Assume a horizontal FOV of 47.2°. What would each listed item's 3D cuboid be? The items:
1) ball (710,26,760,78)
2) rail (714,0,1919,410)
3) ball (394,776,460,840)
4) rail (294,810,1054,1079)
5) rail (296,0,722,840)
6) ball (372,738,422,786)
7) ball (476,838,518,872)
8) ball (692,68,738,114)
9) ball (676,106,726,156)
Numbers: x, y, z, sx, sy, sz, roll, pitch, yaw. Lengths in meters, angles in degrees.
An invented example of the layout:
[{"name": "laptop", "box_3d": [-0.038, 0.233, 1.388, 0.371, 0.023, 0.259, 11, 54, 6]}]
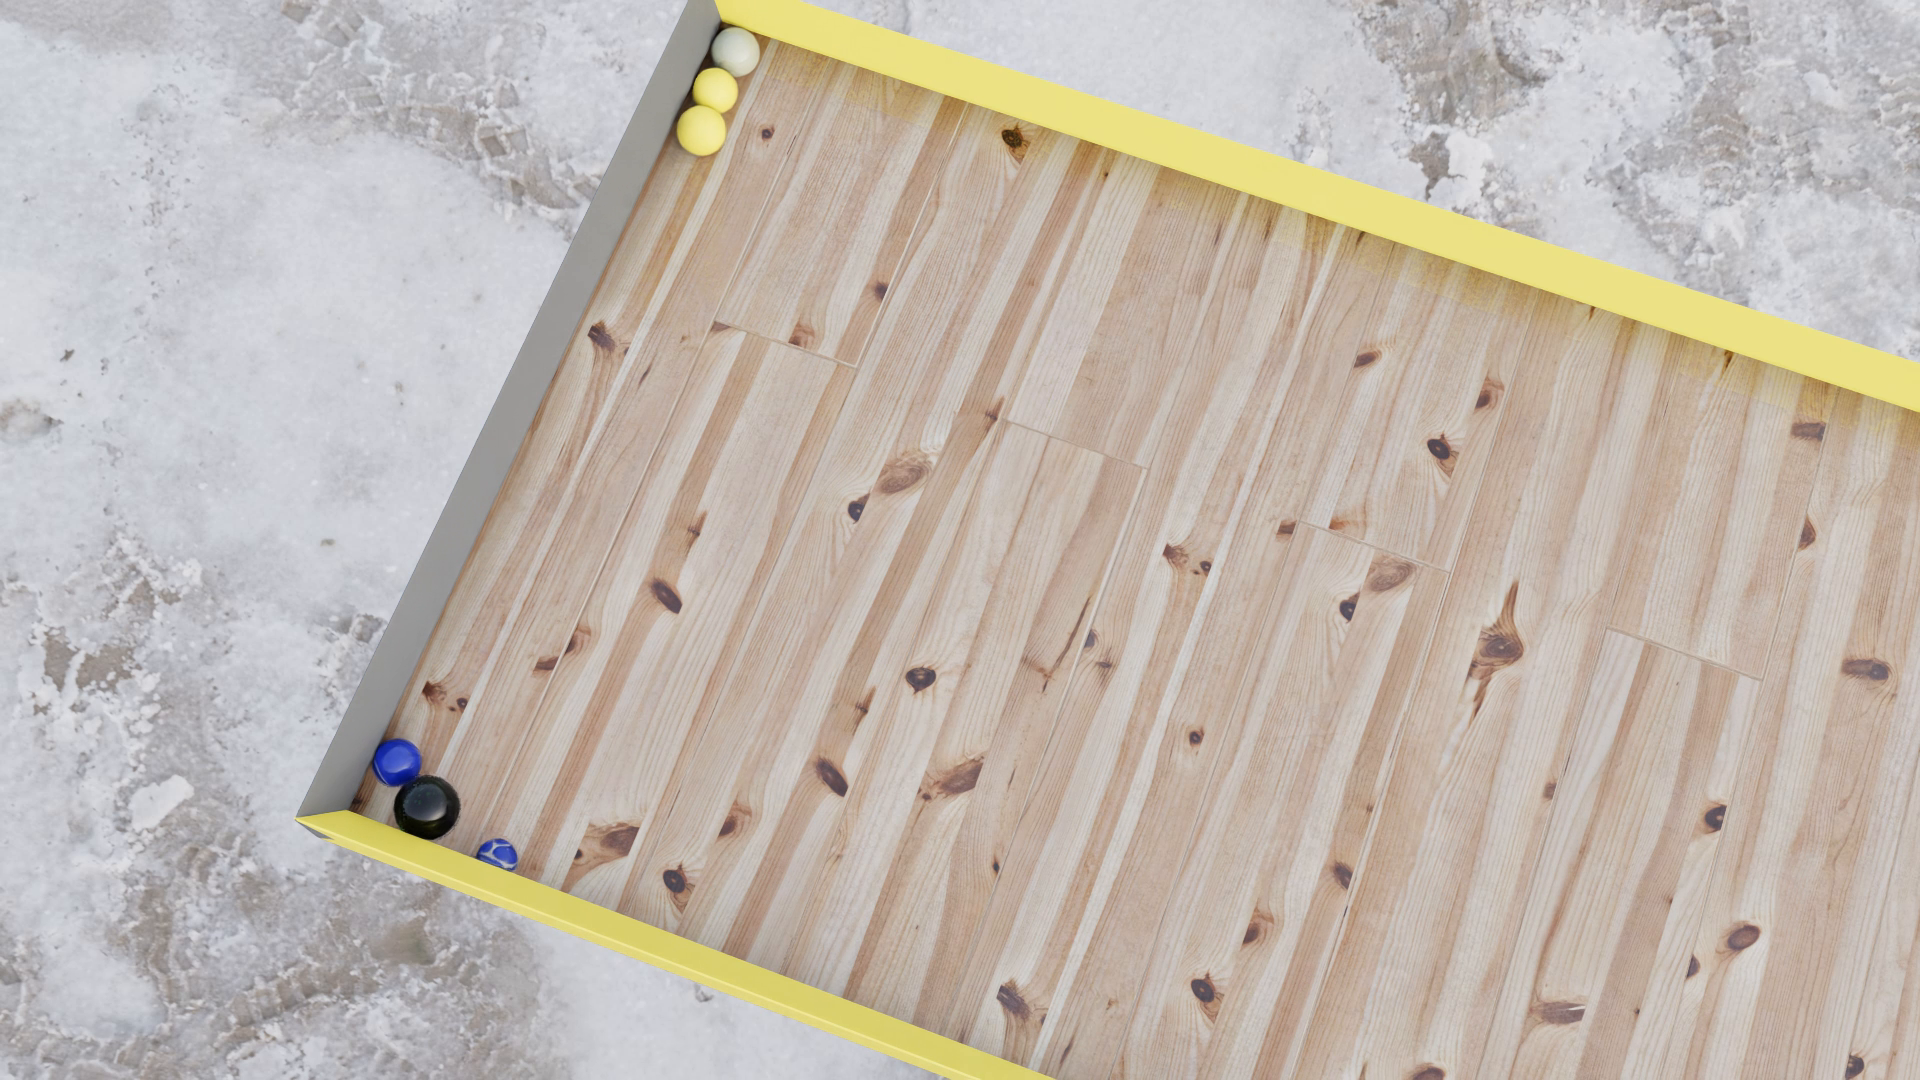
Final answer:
[{"name": "ball", "box_3d": [-0.380, -0.824, 3.716, 0.083, 0.083, 0.083, 0, 70, 0]}, {"name": "rail", "box_3d": [0.959, -0.422, 3.549, 2.980, 0.126, 0.045, 19, 72, 7]}, {"name": "ball", "box_3d": [-0.794, 0.399, 3.275, 0.097, 0.097, 0.097, 0, 70, 0]}, {"name": "rail", "box_3d": [0.438, 0.896, 3.083, 2.980, 0.126, 0.045, 19, 72, 7]}, {"name": "rail", "box_3d": [-0.676, -0.246, 3.487, 0.045, 0.126, 1.539, 19, 72, 7]}, {"name": "ball", "box_3d": [-0.847, 0.335, 3.310, 0.074, 0.074, 0.074, 0, 70, 0]}, {"name": "ball", "box_3d": [-0.689, 0.474, 3.268, 0.060, 0.060, 0.060, 0, 70, 0]}, {"name": "ball", "box_3d": [-0.411, -0.754, 3.694, 0.077, 0.077, 0.077, 0, 70, 0]}, {"name": "ball", "box_3d": [-0.432, -0.682, 3.666, 0.082, 0.082, 0.082, 0, 70, 0]}]
